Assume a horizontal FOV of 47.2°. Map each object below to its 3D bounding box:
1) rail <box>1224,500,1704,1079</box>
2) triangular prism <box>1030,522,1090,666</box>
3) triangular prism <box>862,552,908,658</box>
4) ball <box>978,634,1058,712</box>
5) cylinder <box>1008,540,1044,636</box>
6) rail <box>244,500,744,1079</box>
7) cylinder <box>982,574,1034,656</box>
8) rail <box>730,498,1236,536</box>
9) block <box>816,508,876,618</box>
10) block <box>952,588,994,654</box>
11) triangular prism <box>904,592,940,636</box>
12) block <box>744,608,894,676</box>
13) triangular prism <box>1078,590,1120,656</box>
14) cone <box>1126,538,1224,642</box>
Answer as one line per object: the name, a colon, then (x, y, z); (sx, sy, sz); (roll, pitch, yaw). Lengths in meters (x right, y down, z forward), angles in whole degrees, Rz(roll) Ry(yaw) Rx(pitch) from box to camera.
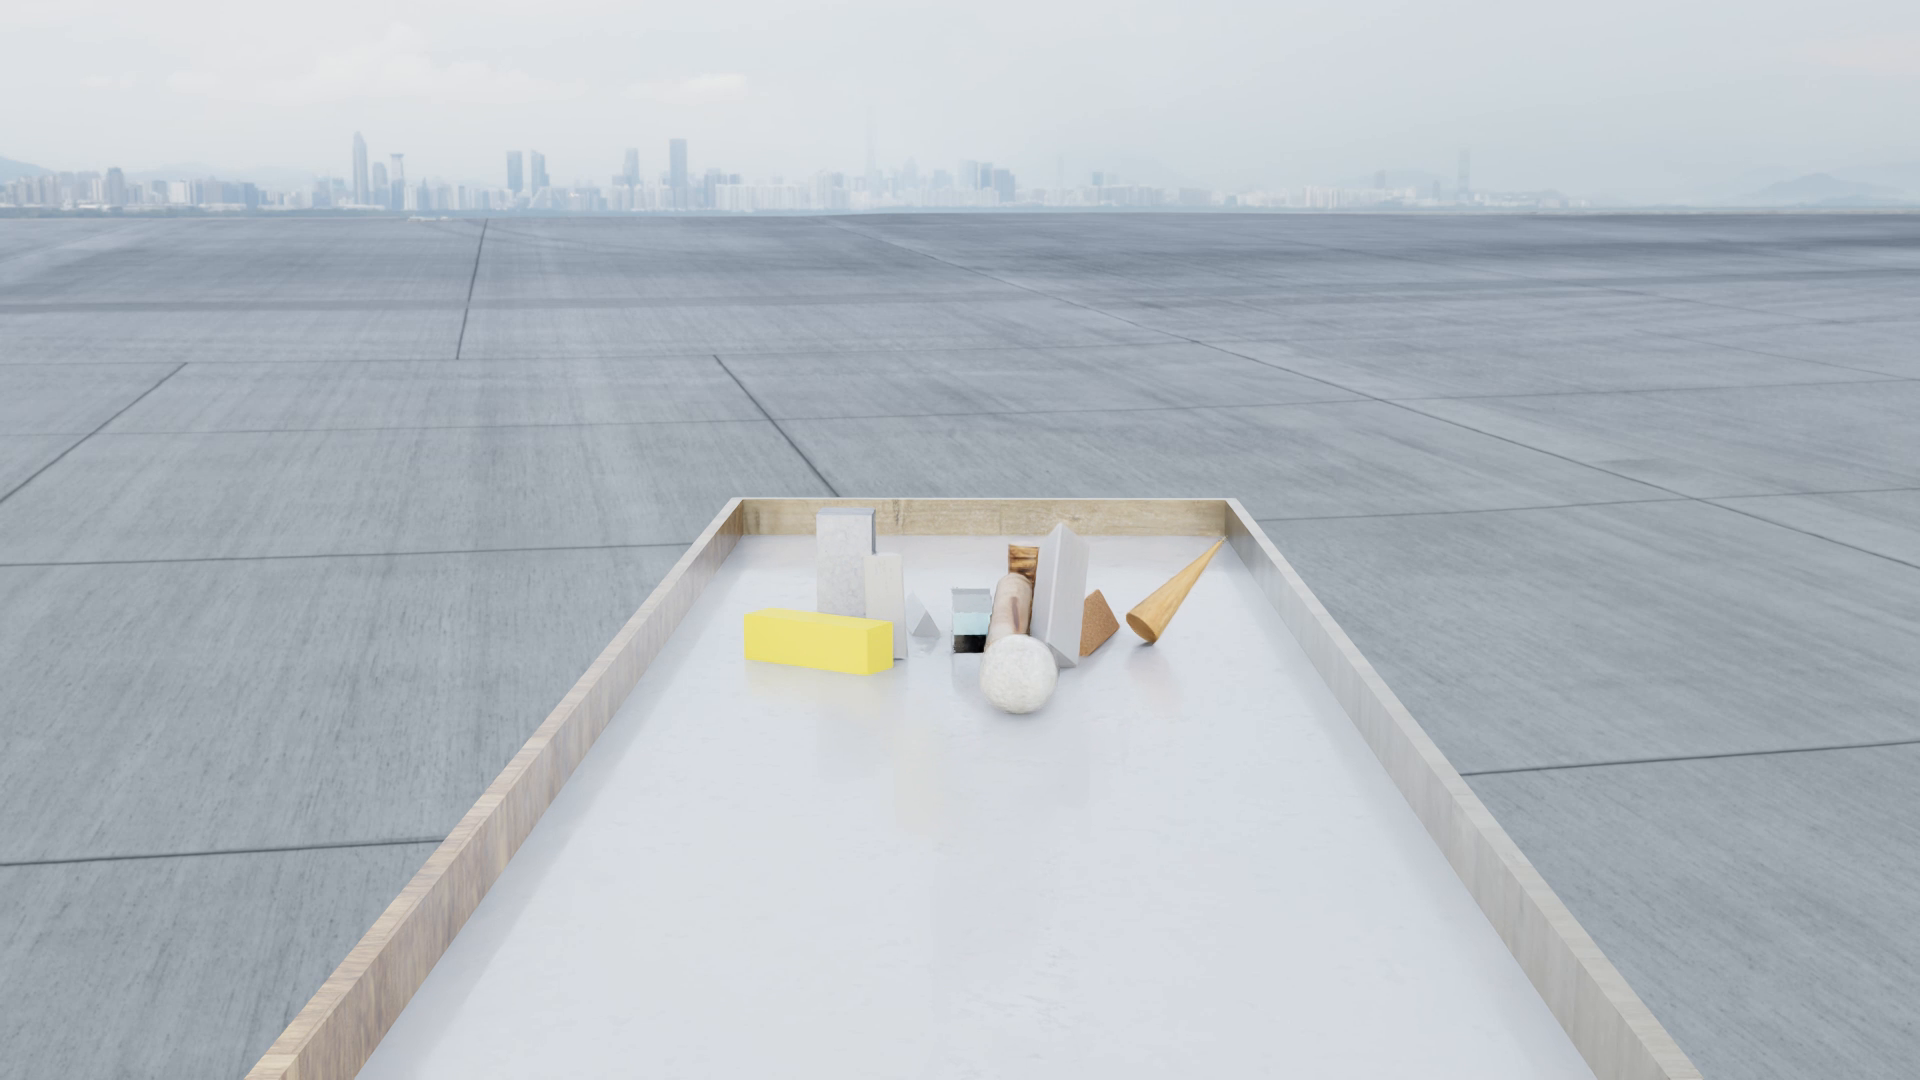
rail: (1.046, 0.843, 3.208); (0.050, 0.150, 12.000); (0, 9, 1)
triangular prism: (0.277, 0.181, 6.700); (0.134, 0.431, 0.154); (-18, -42, 34)
triangular prism: (-0.221, 0.199, 6.738); (0.119, 0.315, 0.103); (-2, 7, 8)
ball: (0.159, 0.365, 6.020); (0.215, 0.215, 0.215); (0, 9, 0)
cylinder: (0.227, 0.166, 6.953); (0.151, 0.311, 0.151); (0, 7, 0)
rail: (-1.004, 0.839, 3.234); (0.050, 0.150, 12.000); (0, 9, 1)
cylinder: (0.148, 0.251, 6.670); (0.116, 0.116, 0.436); (1, 26, 6)
rail: (0.099, -0.098, 9.147); (2.100, 0.150, 0.050); (0, 9, 1)
block: (-0.357, 0.116, 6.940); (0.172, 0.418, 0.172); (0, 9, 2)
block: (0.039, 0.255, 7.001); (0.126, 0.126, 0.430); (0, 9, -1)
triangular prism: (-0.134, 0.238, 7.242); (0.091, 0.079, 0.373); (-1, 9, -8)
block: (-0.429, 0.304, 6.649); (0.452, 0.138, 0.138); (5, 11, 31)
triangular prism: (0.389, 0.255, 6.975); (0.145, 0.126, 0.446); (2, 9, 16)
cone: (0.713, 0.133, 7.000); (0.428, 0.129, 0.129); (-45, 28, -19)
